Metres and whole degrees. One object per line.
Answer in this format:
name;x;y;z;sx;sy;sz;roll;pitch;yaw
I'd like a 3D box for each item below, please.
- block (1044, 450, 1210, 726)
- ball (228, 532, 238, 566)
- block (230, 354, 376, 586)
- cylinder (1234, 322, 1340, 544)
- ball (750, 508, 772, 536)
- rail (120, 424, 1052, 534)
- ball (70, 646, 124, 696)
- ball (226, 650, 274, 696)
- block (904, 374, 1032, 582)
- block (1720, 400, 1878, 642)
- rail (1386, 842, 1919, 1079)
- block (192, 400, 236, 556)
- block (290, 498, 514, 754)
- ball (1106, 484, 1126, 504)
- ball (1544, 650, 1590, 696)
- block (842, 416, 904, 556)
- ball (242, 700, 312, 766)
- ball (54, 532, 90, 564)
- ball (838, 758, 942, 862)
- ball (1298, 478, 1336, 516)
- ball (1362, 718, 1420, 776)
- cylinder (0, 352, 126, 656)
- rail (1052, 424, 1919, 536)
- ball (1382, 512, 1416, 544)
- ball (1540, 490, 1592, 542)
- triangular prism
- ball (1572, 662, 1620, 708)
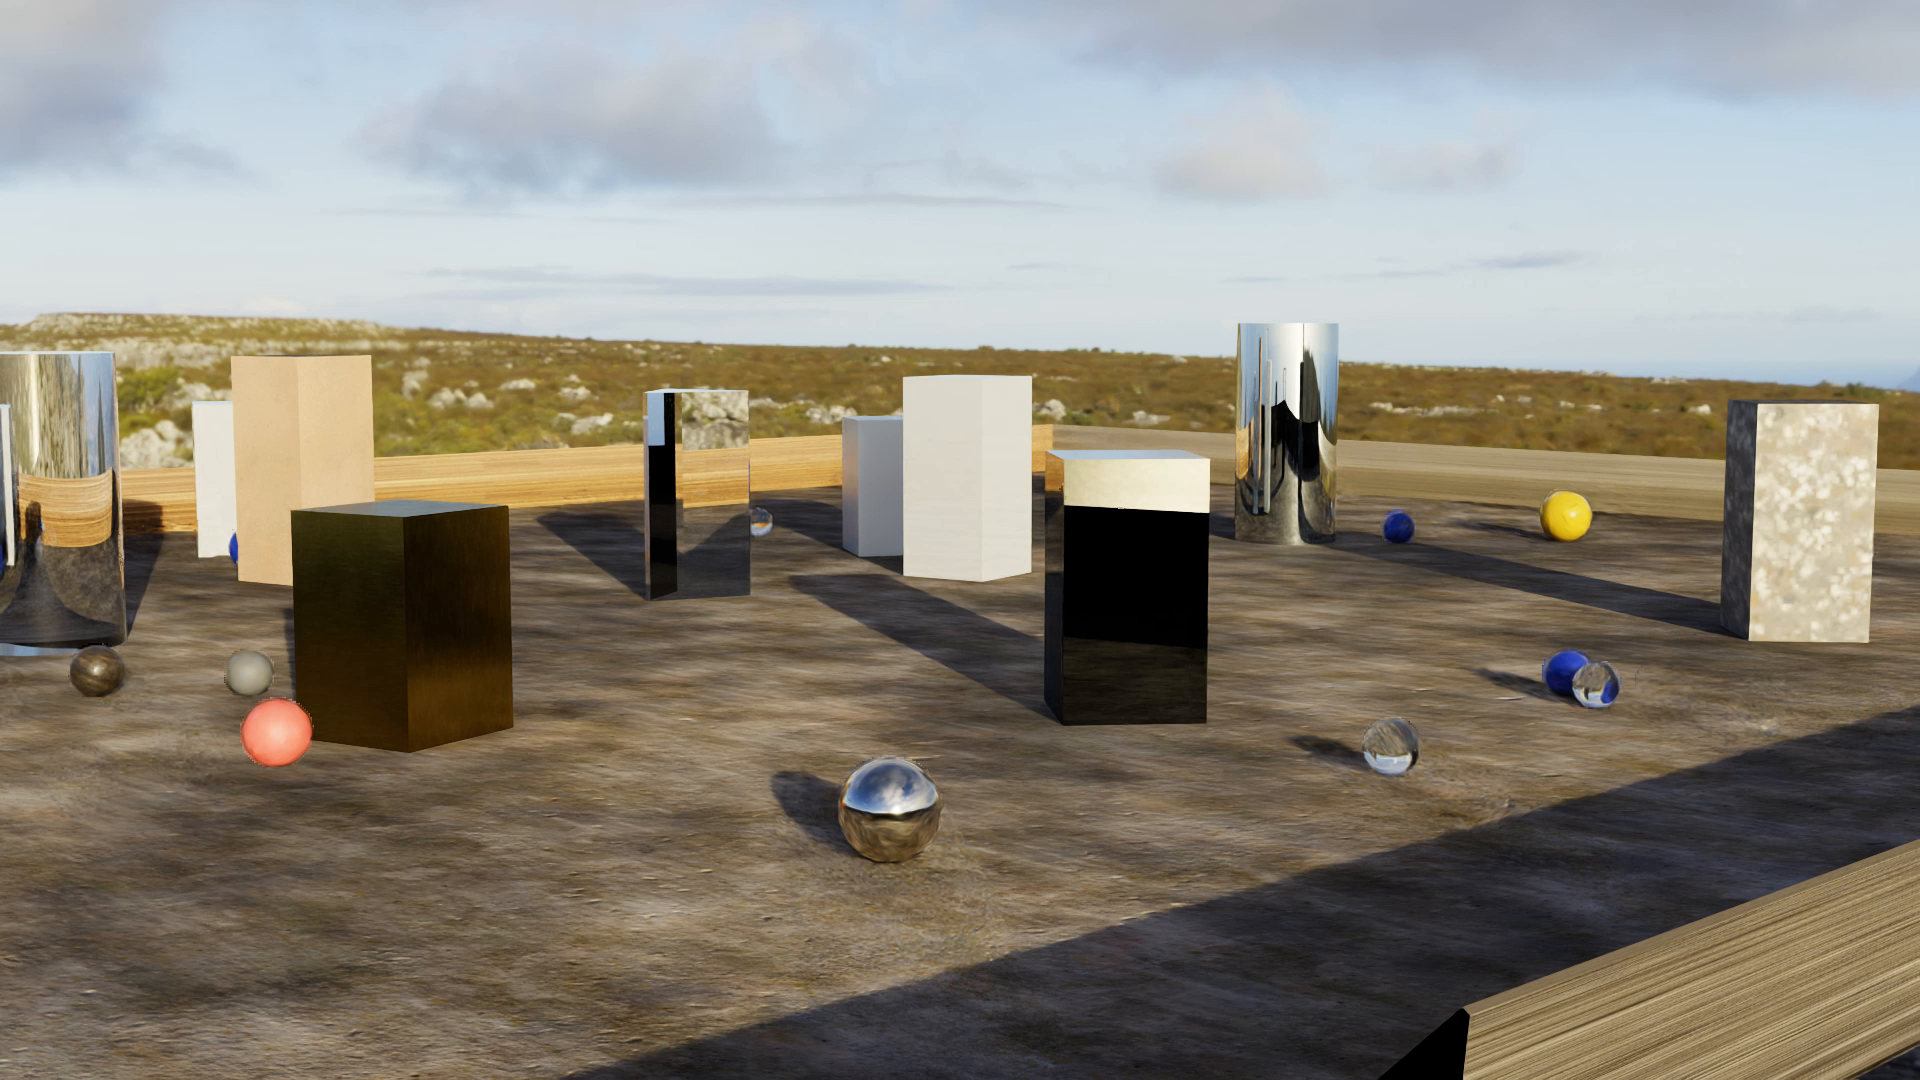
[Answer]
block;0.181;0.048;2.430;0.156;0.286;0.156;-1;6;-5
ball;-1.212;0.013;3.767;0.079;0.079;0.079;0;6;0
block;-1.083;-0.119;3.634;0.156;0.369;0.156;4;7;32
cylinder;0.631;-0.209;4.252;0.195;0.419;0.195;0;6;0
ball;-0.396;-0.034;4.324;0.056;0.056;0.056;0;6;0
rail;-1.256;-0.109;4.686;4.160;0.127;0.045;-5;8;-42
ball;-0.995;0.151;2.537;0.060;0.060;0.060;0;6;0
ball;-0.820;0.154;2.539;0.053;0.053;0.053;0;6;0
block;0.013;-0.108;3.702;0.156;0.333;0.156;4;7;33
block;1.149;-0.030;3.020;0.156;0.319;0.156;1;6;5
rail;1.256;0.175;1.978;4.160;0.127;0.045;-5;8;-42
block;-1.330;-0.116;4.059;0.156;0.274;0.156;-2;6;-20
block;-0.584;0.085;2.309;0.156;0.239;0.156;3;7;30
ball;0.356;-0.103;5.031;0.046;0.046;0.046;0;6;0
ball;0.702;0.154;2.539;0.053;0.053;0.053;0;6;0
block;-0.126;-0.102;4.060;0.156;0.247;0.156;-1;6;-14
ball;-0.668;0.189;2.151;0.065;0.065;0.065;0;6;0
ball;-1.555;0.014;3.852;0.059;0.059;0.059;0;6;0
ball;-0.057;0.218;1.777;0.084;0.084;0.084;0;6;0
ball;0.774;-0.093;4.761;0.081;0.081;0.081;0;6;0
ball;0.413;0.199;2.107;0.055;0.055;0.055;0;6;0
cylinder;-1.216;-0.054;2.915;0.195;0.388;0.195;0;6;0
rail;1.511;-0.112;4.719;0.045;0.127;3.752;-5;8;-42
ball;0.836;-0.023;4.191;0.061;0.061;0.061;0;6;0
ball;1.166;-0.046;4.234;0.098;0.098;0.098;0;6;0
triangular prism;-0.435;-0.076;3.457;0.169;0.319;0.146;-3;7;-26
ball;0.712;0.163;2.461;0.052;0.052;0.052;0;6;0
